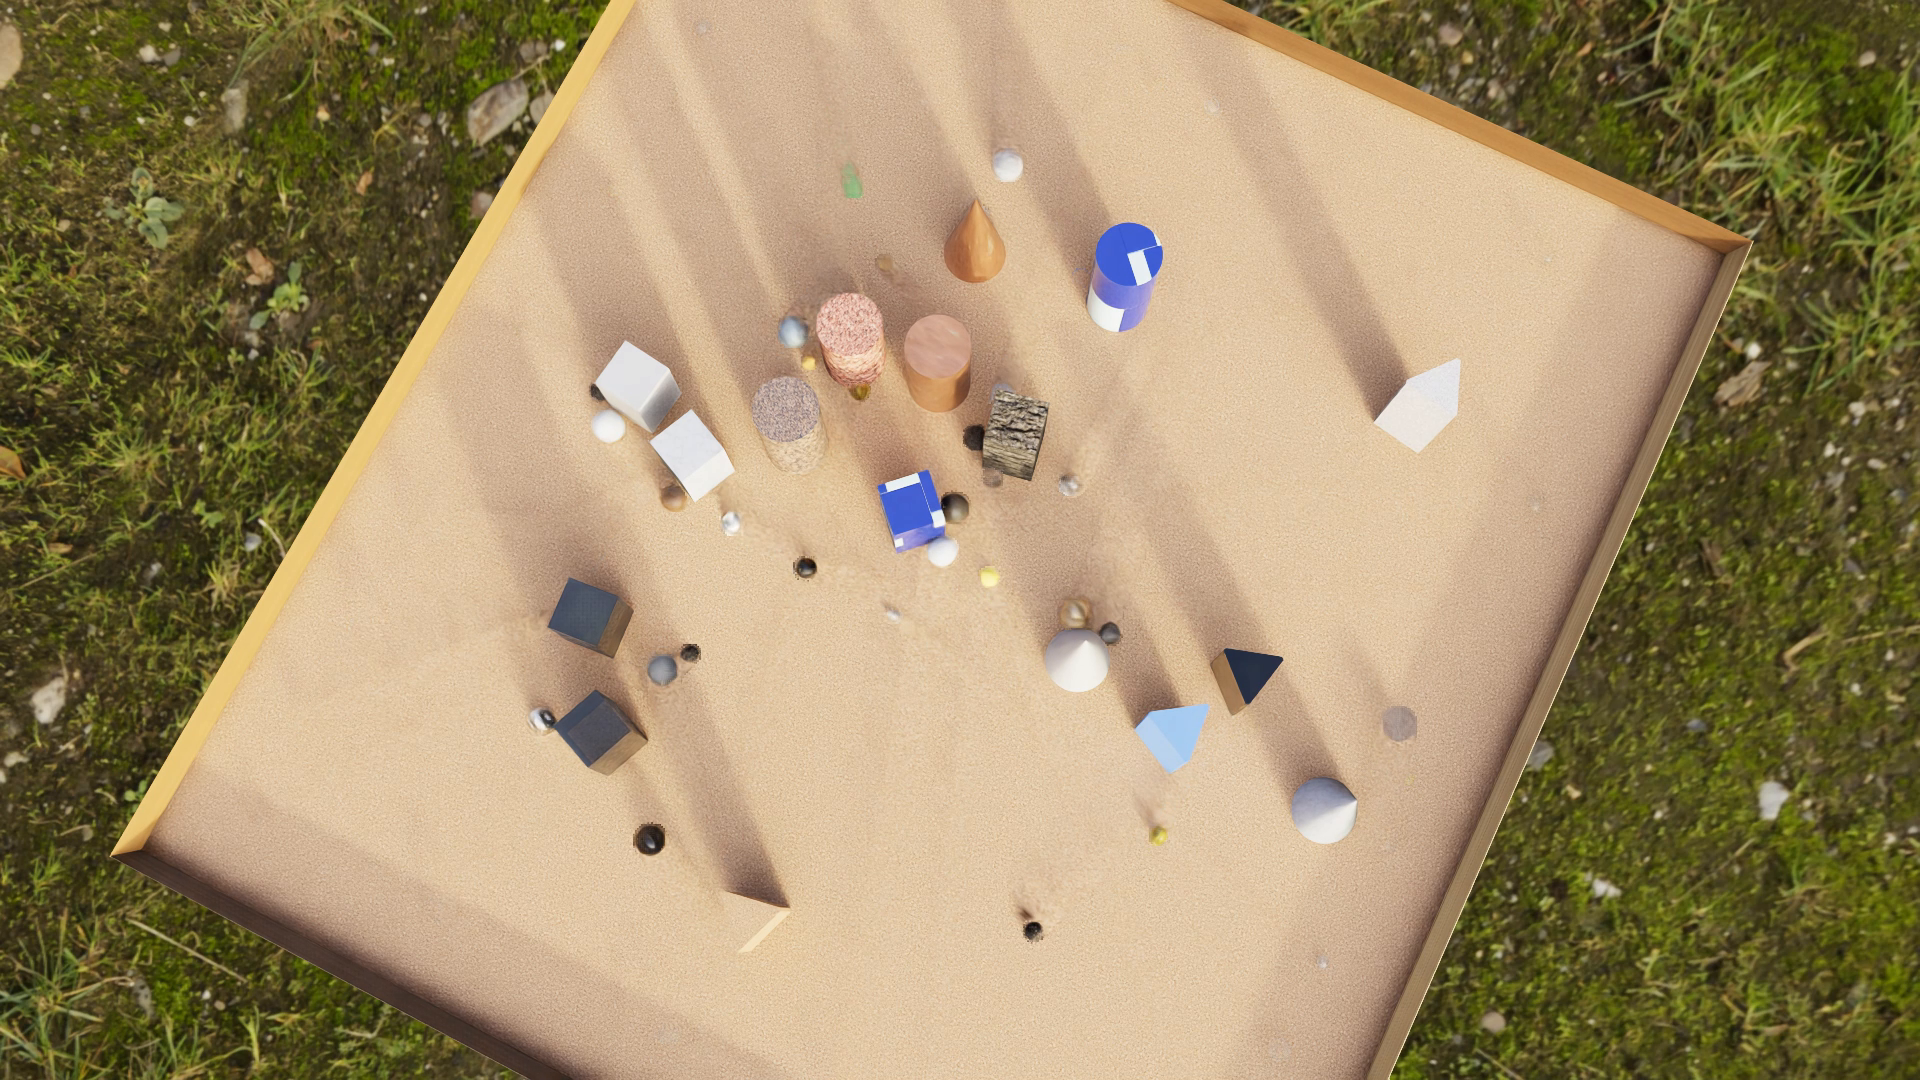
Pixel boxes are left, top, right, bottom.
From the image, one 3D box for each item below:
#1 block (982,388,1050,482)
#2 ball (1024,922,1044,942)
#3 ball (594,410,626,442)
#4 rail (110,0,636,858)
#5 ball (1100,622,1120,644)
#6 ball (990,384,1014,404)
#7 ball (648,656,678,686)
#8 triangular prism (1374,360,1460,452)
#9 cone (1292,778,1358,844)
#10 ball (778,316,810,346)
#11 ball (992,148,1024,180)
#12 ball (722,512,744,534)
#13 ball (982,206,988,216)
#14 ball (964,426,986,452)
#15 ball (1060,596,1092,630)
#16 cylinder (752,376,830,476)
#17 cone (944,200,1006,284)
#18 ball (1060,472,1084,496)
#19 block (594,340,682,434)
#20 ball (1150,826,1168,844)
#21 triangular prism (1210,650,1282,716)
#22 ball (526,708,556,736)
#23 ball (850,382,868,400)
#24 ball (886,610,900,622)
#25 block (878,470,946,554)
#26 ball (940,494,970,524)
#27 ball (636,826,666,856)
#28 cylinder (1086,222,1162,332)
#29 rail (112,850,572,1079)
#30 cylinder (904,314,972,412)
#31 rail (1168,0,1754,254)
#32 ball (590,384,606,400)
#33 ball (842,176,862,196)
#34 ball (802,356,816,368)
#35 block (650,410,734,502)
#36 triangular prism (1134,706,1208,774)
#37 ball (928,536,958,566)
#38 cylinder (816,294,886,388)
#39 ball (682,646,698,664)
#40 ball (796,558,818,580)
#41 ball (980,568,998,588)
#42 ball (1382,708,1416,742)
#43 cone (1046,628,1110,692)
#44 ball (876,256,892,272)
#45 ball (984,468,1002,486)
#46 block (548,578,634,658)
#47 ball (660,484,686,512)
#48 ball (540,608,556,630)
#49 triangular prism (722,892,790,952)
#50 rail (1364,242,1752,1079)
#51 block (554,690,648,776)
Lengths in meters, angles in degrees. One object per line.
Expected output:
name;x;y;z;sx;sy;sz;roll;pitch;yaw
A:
block;0.165;-0.311;5.501;0.157;0.352;0.157;15;79;3
ball;0.216;1.142;5.351;0.057;0.057;0.057;0;78;0
ball;-1.079;-0.348;5.639;0.097;0.097;0.097;0;78;0
rail;-1.571;-0.762;5.708;0.045;0.128;3.881;26;80;5
ball;0.451;0.281;5.508;0.064;0.064;0.064;0;78;0
ball;0.132;-0.447;5.669;0.077;0.077;0.077;0;78;0
ball;-0.890;0.392;5.490;0.090;0.090;0.090;0;78;0
triangular prism;1.396;-0.421;5.485;0.170;0.428;0.147;36;81;7
cone;1.083;0.757;5.222;0.197;0.467;0.197;0;78;0
ball;-0.518;-0.649;5.702;0.095;0.095;0.095;0;78;0
ball;0.153;-1.191;5.814;0.097;0.097;0.097;0;78;0
ball;-0.693;-0.052;5.592;0.069;0.069;0.069;0;78;0
ball;0.067;-1.033;5.806;0.048;0.048;0.048;0;78;0
ball;0.049;-0.312;5.642;0.078;0.078;0.078;0;78;0
ball;0.347;0.219;5.505;0.098;0.098;0.098;0;78;0
cylinder;-0.503;-0.336;5.480;0.197;0.403;0.197;0;78;0
cone;0.047;-0.953;5.581;0.197;0.456;0.197;0;78;0
ball;0.344;-0.171;5.617;0.069;0.069;0.069;0;78;0
block;-0.976;-0.462;5.577;0.157;0.265;0.157;33;80;6
ball;0.587;0.872;5.411;0.050;0.050;0.050;0;78;0
triangular prism;0.815;0.388;5.386;0.147;0.295;0.170;38;81;7
ball;-1.246;0.544;5.460;0.086;0.086;0.086;0;78;0
ball;-0.311;-0.460;5.646;0.057;0.057;0.057;0;78;0
ball;-0.200;0.230;5.548;0.042;0.042;0.042;0;78;0
block;-0.143;-0.082;5.496;0.157;0.270;0.157;-18;79;-4
ball;-0.018;-0.095;5.560;0.096;0.096;0.096;0;78;0
ball;-0.910;0.883;5.388;0.089;0.089;0.089;0;78;0
cylinder;0.495;-0.792;5.564;0.197;0.424;0.197;0;78;0
rail;-0.857;1.686;5.201;3.559;0.128;0.045;26;80;5
cylinder;-0.065;-0.529;5.539;0.197;0.366;0.197;0;78;0
rail;0.857;-1.672;5.896;3.559;0.128;0.045;26;80;5
ball;-1.115;-0.464;5.681;0.061;0.061;0.061;0;78;0
ball;-0.342;-1.122;5.815;0.066;0.066;0.066;0;78;0
ball;-0.472;-0.554;5.710;0.041;0.041;0.041;0;78;0
block;-0.806;-0.251;5.531;0.157;0.269;0.157;-39;81;-7
triangular prism;0.634;0.545;5.292;0.147;0.414;0.170;-37;81;-7
ball;-0.054;0.033;5.556;0.091;0.091;0.091;0;78;0
cylinder;-0.327;-0.604;5.575;0.197;0.326;0.197;0;78;0
ball;-0.813;0.344;5.518;0.052;0.052;0.052;0;78;0
ball;-0.466;0.086;5.565;0.066;0.066;0.066;0;78;0
ball;0.089;0.115;5.564;0.056;0.056;0.056;0;78;0
ball;1.306;0.550;5.453;0.098;0.098;0.098;0;78;0
cone;0.355;0.323;5.351;0.197;0.390;0.197;0;78;0
ball;-0.238;-0.871;5.773;0.048;0.048;0.048;0;78;0
ball;0.101;-0.192;5.617;0.057;0.057;0.057;0;78;0
block;-1.092;0.234;5.438;0.157;0.255;0.157;21;79;4
ball;-0.877;-0.128;5.602;0.081;0.081;0.081;0;78;0
ball;-1.237;0.238;5.534;0.065;0.065;0.065;0;78;0
triangular prism;-0.609;1.060;5.227;0.170;0.333;0.147;-43;81;-8
rail;1.571;0.776;5.390;0.045;0.128;3.881;26;80;5
block;-1.043;0.566;5.340;0.157;0.312;0.157;-41;81;-8
